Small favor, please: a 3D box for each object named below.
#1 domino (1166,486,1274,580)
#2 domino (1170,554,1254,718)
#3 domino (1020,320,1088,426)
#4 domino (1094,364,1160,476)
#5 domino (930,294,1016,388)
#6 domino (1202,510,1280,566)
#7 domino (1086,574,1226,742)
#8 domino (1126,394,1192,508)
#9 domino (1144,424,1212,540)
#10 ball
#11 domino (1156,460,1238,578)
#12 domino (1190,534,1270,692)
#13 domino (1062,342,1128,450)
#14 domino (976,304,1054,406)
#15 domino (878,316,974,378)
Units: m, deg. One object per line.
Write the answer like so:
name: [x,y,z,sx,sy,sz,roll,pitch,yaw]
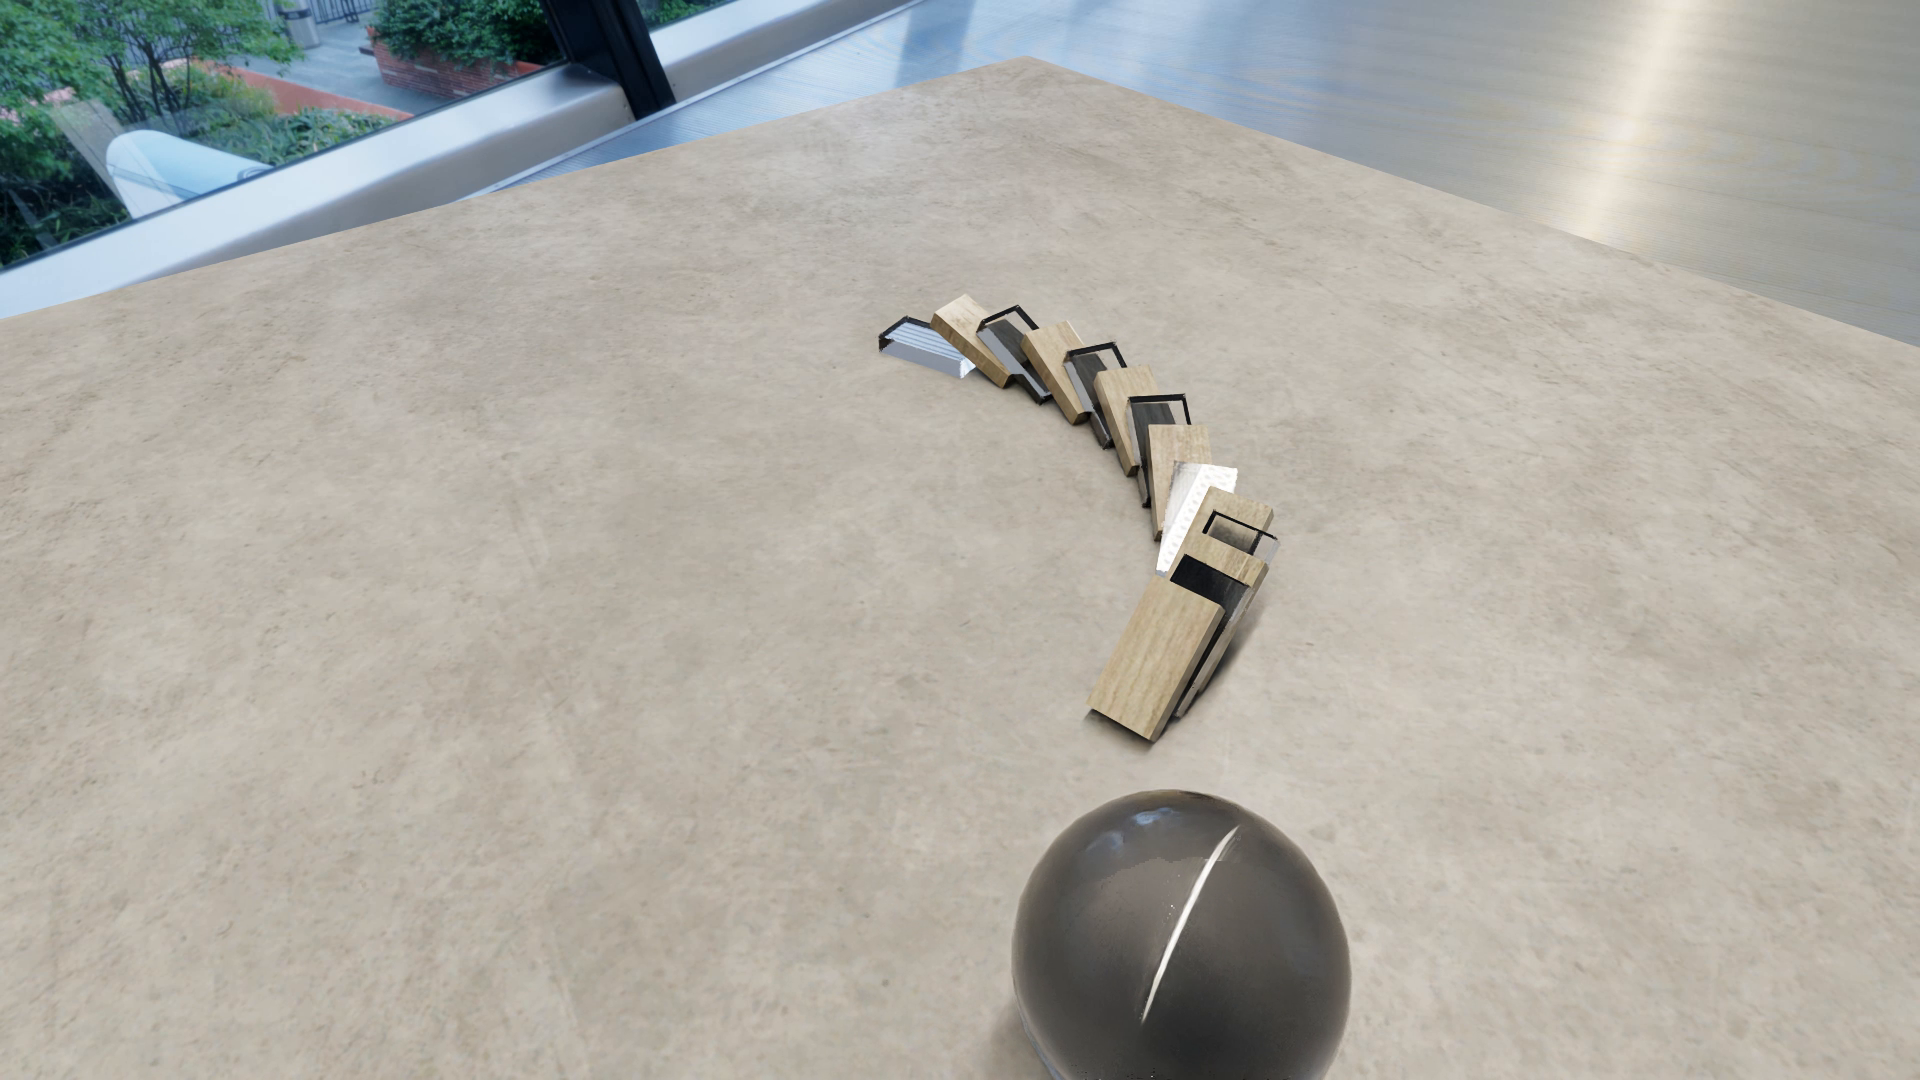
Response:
domino: [0.096,0.007,0.414,0.025,0.010,0.050,23,79,26]
domino: [0.077,0.033,0.379,0.025,0.010,0.050,29,88,29]
domino: [0.053,-0.080,0.526,0.025,0.009,0.050,-21,68,-24]
domino: [0.080,-0.054,0.494,0.025,0.009,0.050,-10,65,-12]
domino: [0.012,-0.100,0.551,0.050,0.009,0.025,42,52,11]
domino: [0.092,0.017,0.398,0.025,0.009,0.050,27,87,28]
domino: [0.066,0.040,0.371,0.025,0.009,0.050,27,87,29]
domino: [0.088,-0.039,0.476,0.025,0.009,0.050,-4,64,-5]
domino: [0.092,-0.024,0.457,0.025,0.009,0.050,0,64,-1]
ball: [0.052,0.101,0.265,0.080,0.080,0.080,0,39,0]
domino: [0.094,-0.006,0.436,0.025,0.010,0.050,9,64,11]
domino: [0.085,0.026,0.388,0.025,0.010,0.050,28,87,29]
domino: [0.069,-0.068,0.511,0.025,0.009,0.050,-14,65,-16]
domino: [0.034,-0.091,0.539,0.025,0.009,0.050,-29,72,-31]
domino: [-0.014,-0.100,0.565,0.050,0.010,0.025,21,44,24]
